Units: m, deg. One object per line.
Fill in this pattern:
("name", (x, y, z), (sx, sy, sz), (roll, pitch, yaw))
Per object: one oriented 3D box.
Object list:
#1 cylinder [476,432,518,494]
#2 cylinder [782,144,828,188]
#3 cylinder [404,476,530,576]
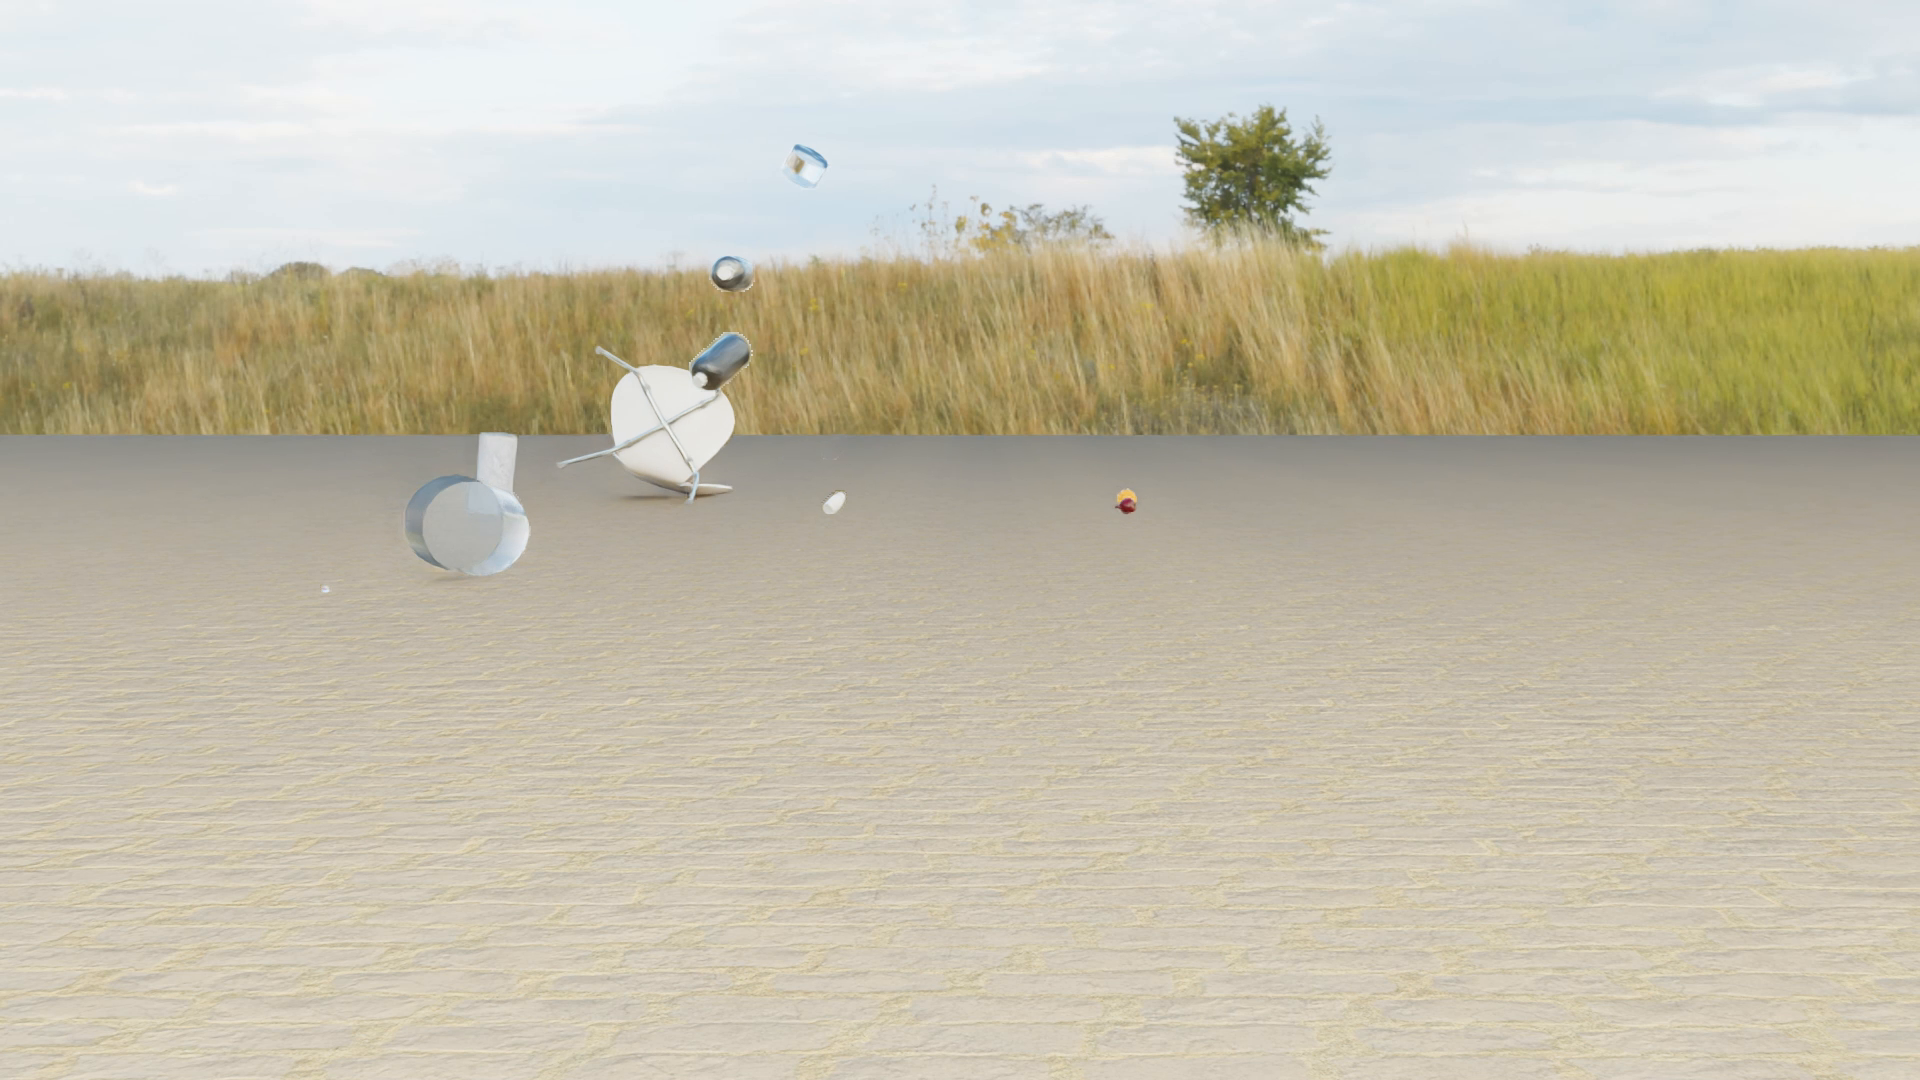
("cylinder", (-1.651, -0.236, 7.810), (0.132, 0.282, 0.128), (8, 8, 6))
("cylinder", (-0.356, -0.856, 5.043), (0.090, 0.057, 0.094), (41, 28, 12))
("cylinder", (-1.166, -0.033, 5.206), (0.240, 0.221, 0.196), (3, -5, 6))
